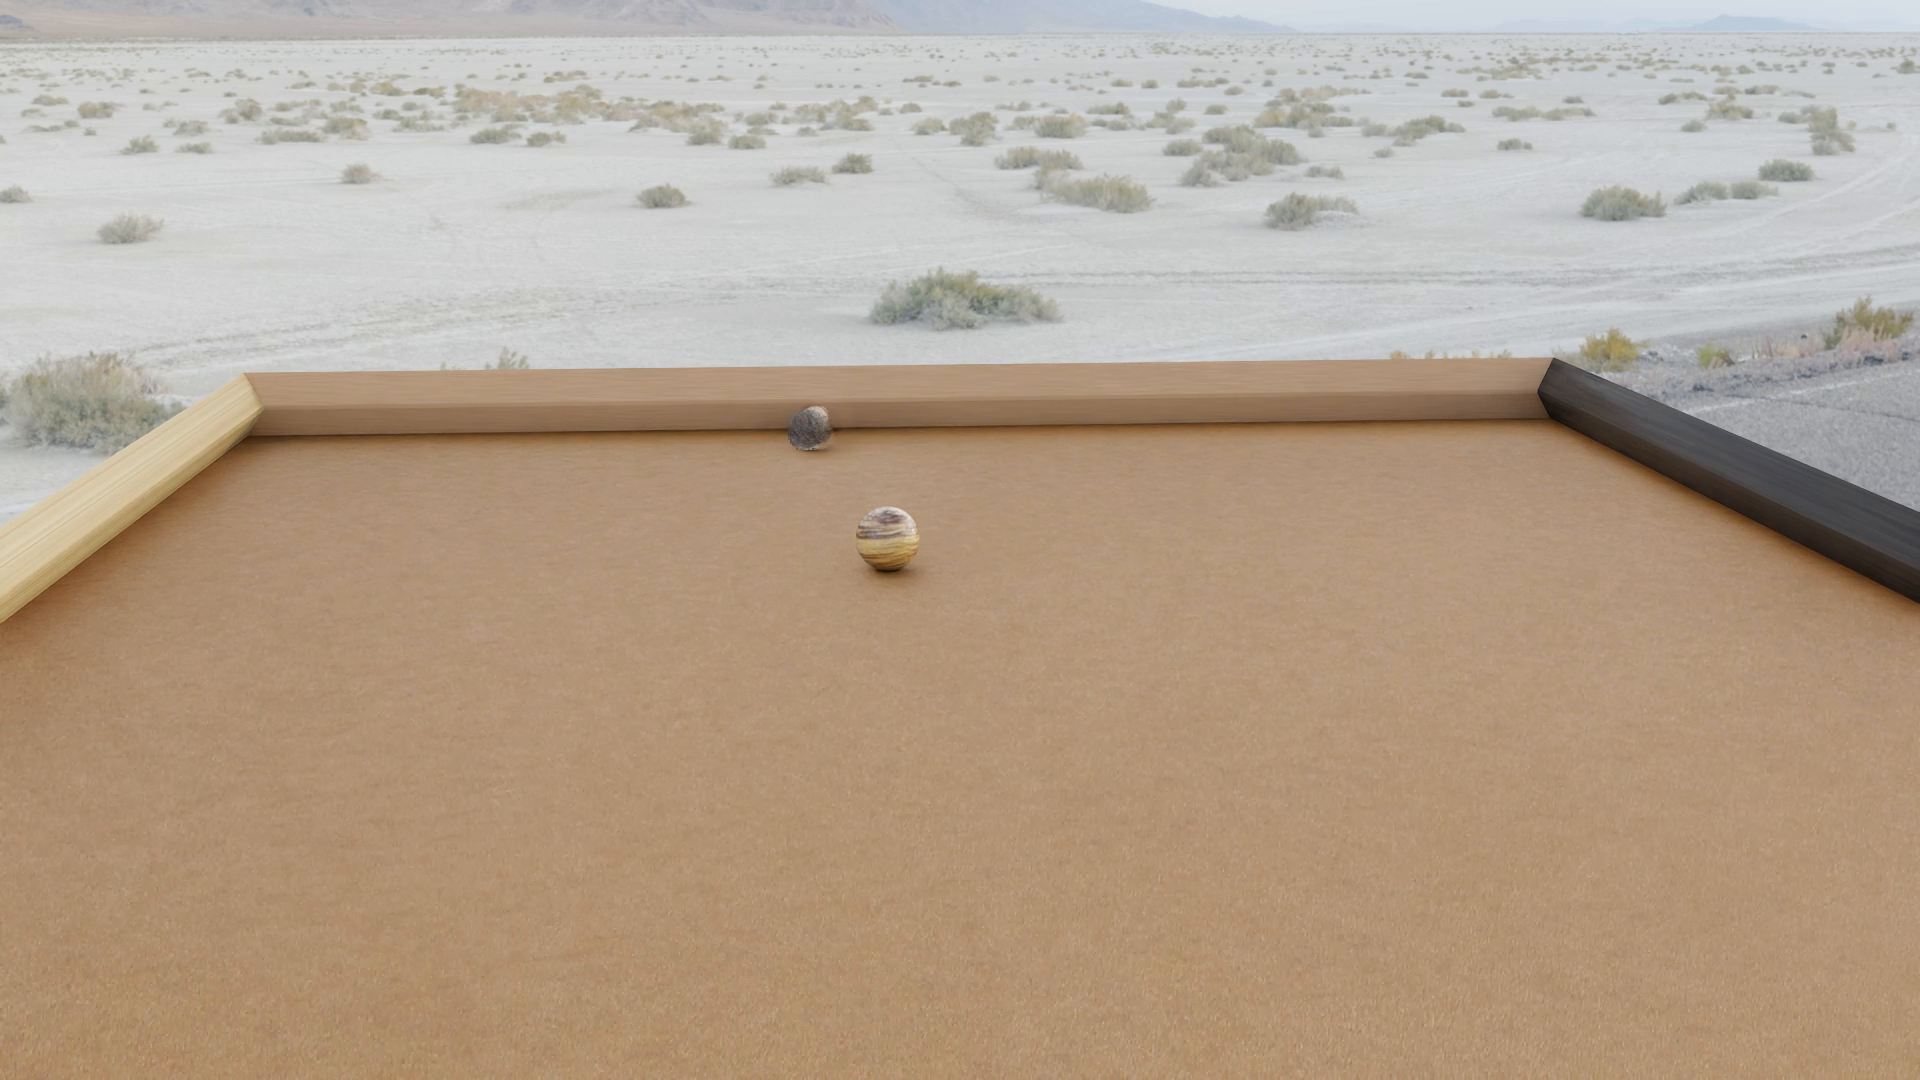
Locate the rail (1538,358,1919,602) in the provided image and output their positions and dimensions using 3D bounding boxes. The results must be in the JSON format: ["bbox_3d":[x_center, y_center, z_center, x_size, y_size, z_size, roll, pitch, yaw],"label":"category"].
[{"bbox_3d":[1.311,0.208,2.112,0.045,0.117,4.490,-1,13,-4],"label":"rail"}]

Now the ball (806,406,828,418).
[{"bbox_3d":[-0.273,-0.227,4.138,0.050,0.050,0.050,0,13,0],"label":"ball"}]

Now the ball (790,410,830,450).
[{"bbox_3d":[-0.270,-0.198,3.963,0.074,0.074,0.074,0,13,0],"label":"ball"}]

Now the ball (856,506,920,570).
[{"bbox_3d":[-0.101,-0.002,3.080,0.090,0.090,0.090,0,13,0],"label":"ball"}]

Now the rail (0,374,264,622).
[{"bbox_3d":[-1.133,0.251,1.923,0.045,0.117,4.490,-1,13,-4],"label":"rail"}]

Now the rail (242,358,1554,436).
[{"bbox_3d":[-0.087,-0.270,4.175,2.499,0.117,0.045,-1,13,-4],"label":"rail"}]
